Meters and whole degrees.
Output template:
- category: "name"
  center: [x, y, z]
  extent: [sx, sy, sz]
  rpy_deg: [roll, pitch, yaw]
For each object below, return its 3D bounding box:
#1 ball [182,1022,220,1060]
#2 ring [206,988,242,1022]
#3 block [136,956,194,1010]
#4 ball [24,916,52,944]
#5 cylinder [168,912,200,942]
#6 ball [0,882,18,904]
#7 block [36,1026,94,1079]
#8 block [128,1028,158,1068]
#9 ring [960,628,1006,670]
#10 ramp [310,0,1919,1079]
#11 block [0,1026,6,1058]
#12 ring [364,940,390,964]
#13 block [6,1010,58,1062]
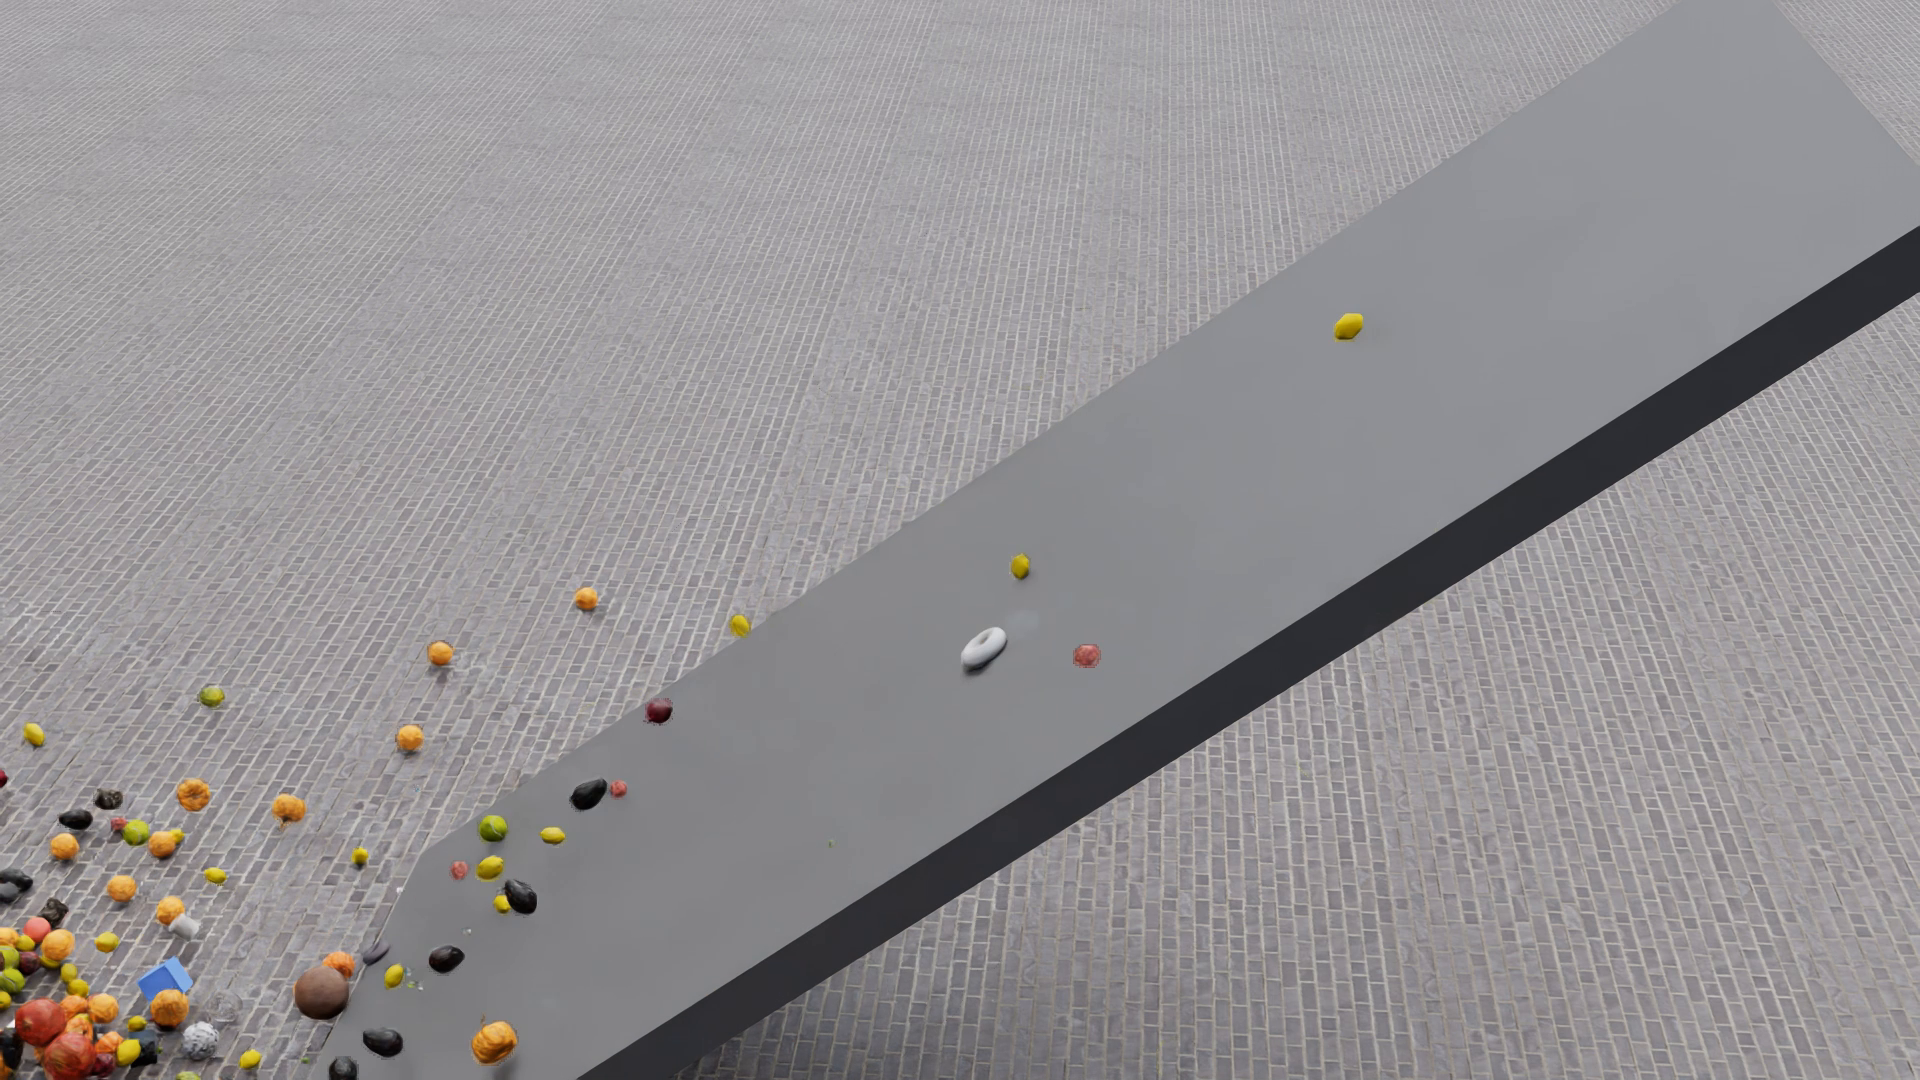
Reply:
- category: "ball"
  center: [-1.807, 1.192, 7.001]
  extent: [0.088, 0.088, 0.088]
  rpy_deg: [0, 22, 0]
- category: "ring"
  center: [-1.787, 1.131, 7.147]
  extent: [0.087, 0.087, 0.029]
  rpy_deg: [0, 17, 1]
- category: "block"
  center: [-1.945, 1.085, 7.200]
  extent: [0.084, 0.084, 0.084]
  rpy_deg: [-32, 5, 6]
- category: "ball"
  center: [-2.355, 0.996, 7.506]
  extent: [0.067, 0.067, 0.067]
  rpy_deg: [0, 22, 0]
- category: "cylinder"
  center: [-1.968, 0.983, 7.462]
  extent: [0.055, 0.055, 0.055]
  rpy_deg: [38, 11, -22]
- category: "ball"
  center: [-2.492, 0.923, 7.699]
  extent: [0.054, 0.054, 0.054]
  rpy_deg: [0, 22, 0]
- category: "block"
  center: [-2.102, 1.207, 6.901]
  extent: [0.092, 0.092, 0.092]
  rpy_deg: [-17, -10, -32]
- category: "block"
  center: [-1.944, 1.209, 6.998]
  extent: [0.060, 0.060, 0.060]
  rpy_deg: [-7, 23, -16]
- category: "ring"
  center: [0.048, 0.226, 6.111]
  extent: [0.111, 0.037, 0.111]
  rpy_deg: [-37, 15, 11]
- category: "ramp"
  center: [0.130, 0.178, 6.319]
  extent: [4.000, 0.100, 2.000]
  rpy_deg: [-34, 16, 16]
- category: "block"
  center: [-2.332, 1.193, 7.008]
  extent: [0.082, 0.082, 0.082]
  rpy_deg: [-15, 27, -33]
- category: "ring"
  center: [-1.436, 1.014, 7.237]
  extent: [0.078, 0.026, 0.078]
  rpy_deg: [-36, 14, 11]
- category: "block"
  center: [-2.215, 1.185, 7.025]
  extent: [0.083, 0.083, 0.083]
  rpy_deg: [8, 24, 18]
